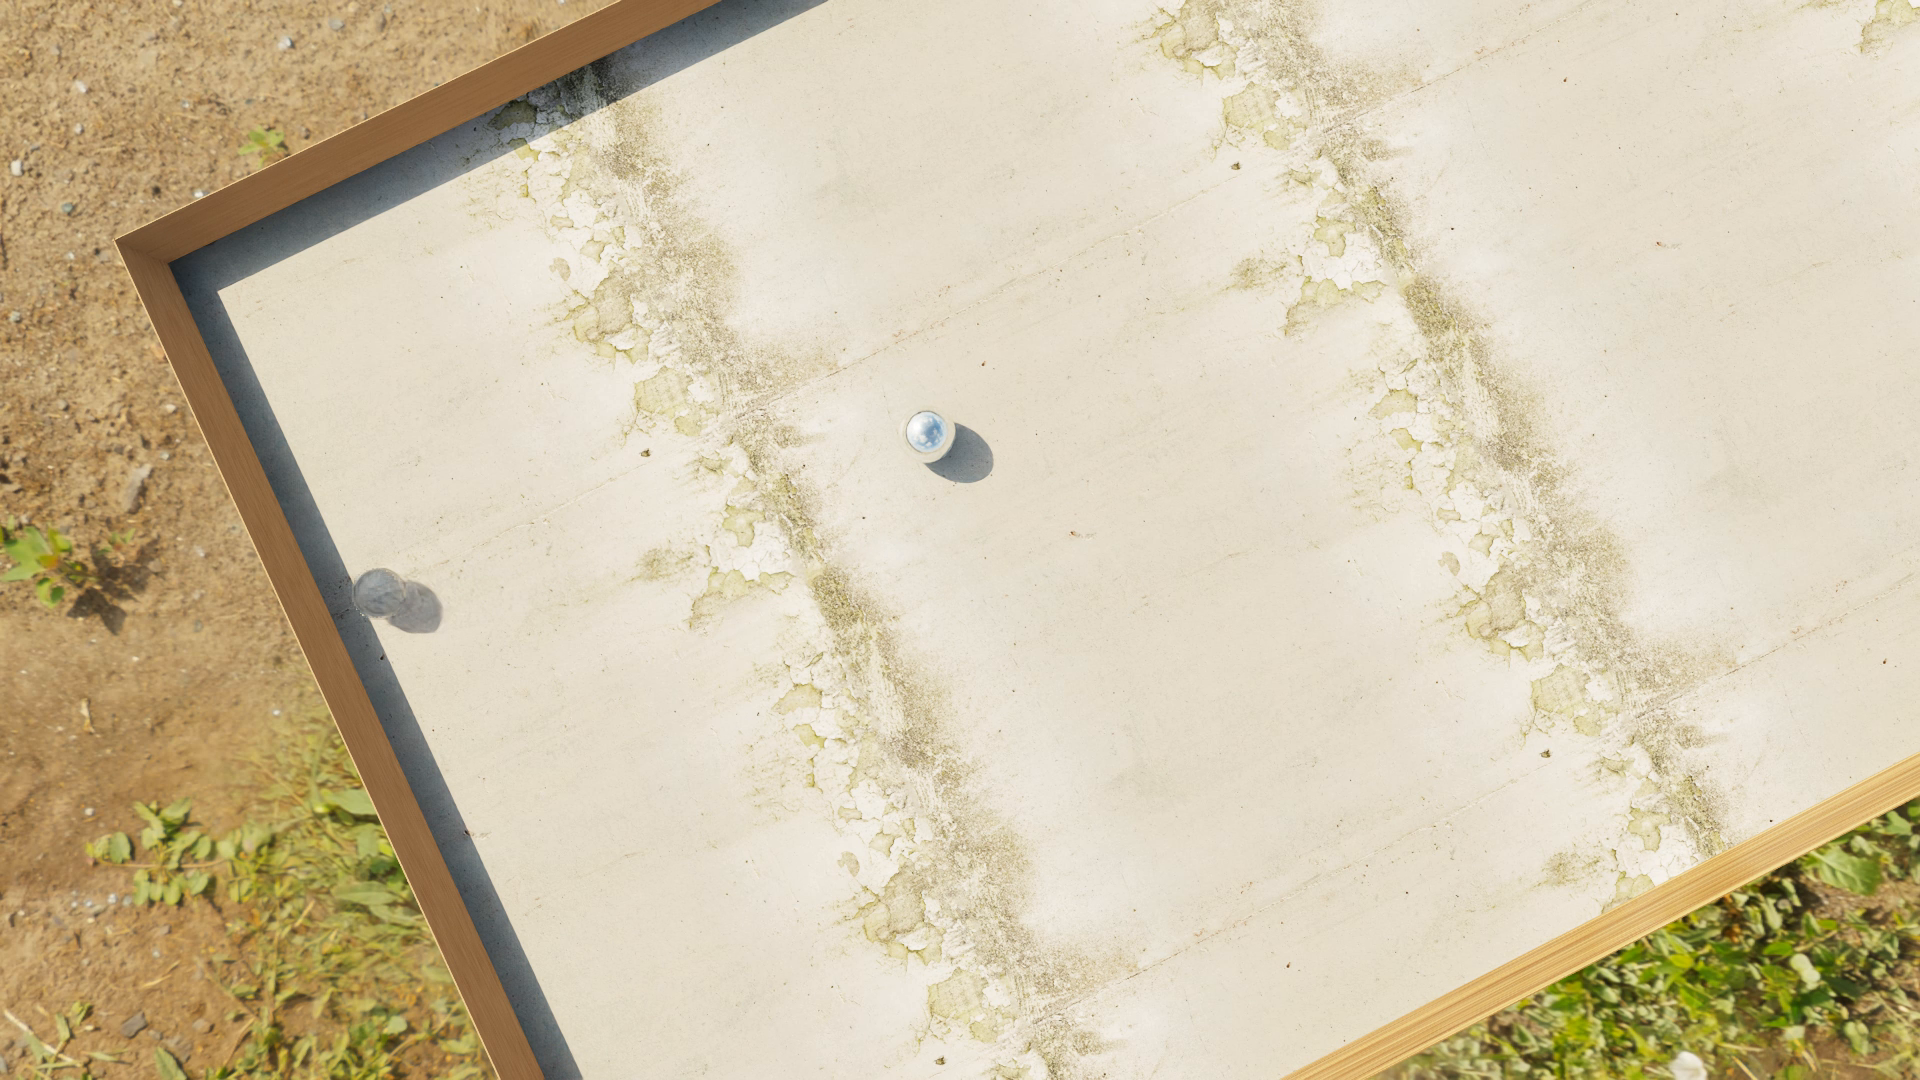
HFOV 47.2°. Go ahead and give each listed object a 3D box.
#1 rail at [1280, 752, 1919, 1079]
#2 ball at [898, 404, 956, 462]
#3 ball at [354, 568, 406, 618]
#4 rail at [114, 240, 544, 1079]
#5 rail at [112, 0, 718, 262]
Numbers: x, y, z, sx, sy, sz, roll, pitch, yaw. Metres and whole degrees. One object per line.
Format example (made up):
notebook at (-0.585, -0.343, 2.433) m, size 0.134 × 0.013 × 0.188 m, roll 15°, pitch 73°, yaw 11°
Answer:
rail at (1.237, 0.410, 3.186) m, size 3.693 × 0.112 × 0.045 m, roll -26°, pitch 84°, yaw -3°
ball at (-0.049, -0.158, 3.271) m, size 0.086 × 0.086 × 0.086 m, roll 0°, pitch 83°, yaw 0°
ball at (-0.856, 0.078, 3.247) m, size 0.075 × 0.075 × 0.075 m, roll 0°, pitch 83°, yaw 0°
rail at (-0.806, 0.395, 3.187) m, size 0.045 × 0.112 × 1.892 m, roll -26°, pitch 84°, yaw -3°
rail at (0.417, -1.229, 3.391) m, size 3.693 × 0.112 × 0.045 m, roll -26°, pitch 84°, yaw -3°
